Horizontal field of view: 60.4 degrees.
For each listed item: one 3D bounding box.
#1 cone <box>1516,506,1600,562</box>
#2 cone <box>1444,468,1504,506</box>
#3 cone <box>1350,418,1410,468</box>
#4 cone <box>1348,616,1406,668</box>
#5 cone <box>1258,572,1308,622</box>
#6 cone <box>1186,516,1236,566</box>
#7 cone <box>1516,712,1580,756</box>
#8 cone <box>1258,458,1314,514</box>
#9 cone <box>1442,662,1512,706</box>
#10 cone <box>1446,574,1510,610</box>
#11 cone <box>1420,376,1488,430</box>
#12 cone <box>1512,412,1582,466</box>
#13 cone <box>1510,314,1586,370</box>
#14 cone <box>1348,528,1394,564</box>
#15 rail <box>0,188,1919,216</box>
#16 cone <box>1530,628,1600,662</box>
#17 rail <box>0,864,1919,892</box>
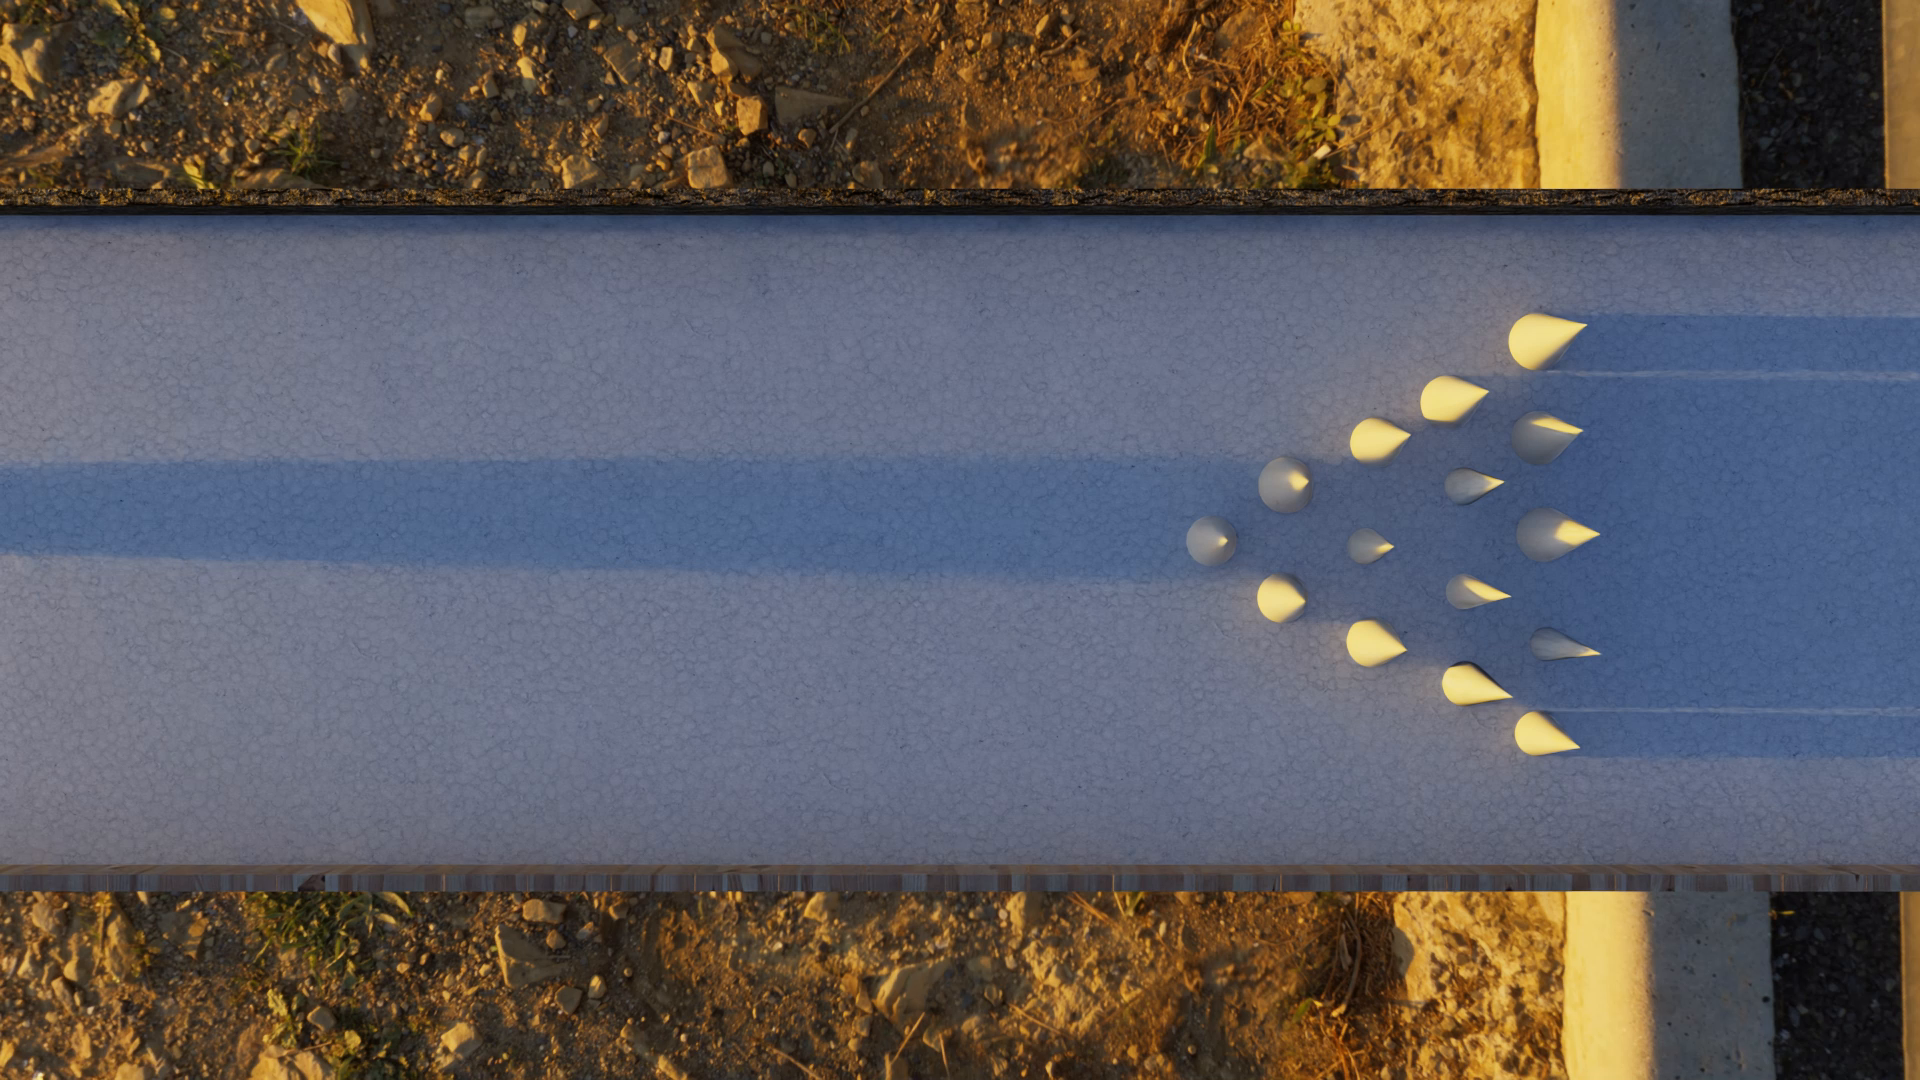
[{"bbox_3d":[1.798,-0.017,4.852,0.171,0.449,0.171,0,90,0],"label":"cone"},{"bbox_3d":[1.550,-0.165,4.883,0.118,0.388,0.118,0,90,0],"label":"cone"},{"bbox_3d":[1.281,-0.299,4.881,0.157,0.391,0.157,0,90,0],"label":"cone"},{"bbox_3d":[1.269,0.313,4.879,0.157,0.395,0.157,0,90,0],"label":"cone"},{"bbox_3d":[0.994,0.178,4.910,0.156,0.333,0.156,0,90,0],"label":"cone"},{"bbox_3d":[0.775,0.002,4.925,0.156,0.303,0.156,0,90,0],"label":"cone"},{"bbox_3d":[1.778,0.595,4.902,0.138,0.350,0.138,0,90,0],"label":"cone"},{"bbox_3d":[1.004,-0.168,4.910,0.173,0.333,0.173,0,90,0],"label":"cone"},{"bbox_3d":[1.555,0.442,4.858,0.139,0.437,0.139,0,90,0],"label":"cone"},{"bbox_3d":[1.551,0.159,4.858,0.110,0.438,0.110,0,90,0],"label":"cone"},{"bbox_3d":[1.503,-0.422,4.879,0.169,0.395,0.169,0,90,0],"label":"cone"},{"bbox_3d":[1.780,-0.314,4.894,0.168,0.364,0.168,0,90,0],"label":"cone"},{"bbox_3d":[1.778,-0.611,4.877,0.176,0.400,0.176,0,90,0],"label":"cone"},{"bbox_3d":[1.248,0.020,4.909,0.112,0.335,0.112,0,90,0],"label":"cone"},{"bbox_3d":[-2.247,-1.025,5.002,12.000,0.150,0.050,0,90,0],"label":"rail"},{"bbox_3d":[1.805,0.321,4.859,0.106,0.435,0.106,0,90,0],"label":"cone"},{"bbox_3d":[-2.247,1.025,5.001,12.000,0.150,0.050,0,90,0],"label":"rail"}]
